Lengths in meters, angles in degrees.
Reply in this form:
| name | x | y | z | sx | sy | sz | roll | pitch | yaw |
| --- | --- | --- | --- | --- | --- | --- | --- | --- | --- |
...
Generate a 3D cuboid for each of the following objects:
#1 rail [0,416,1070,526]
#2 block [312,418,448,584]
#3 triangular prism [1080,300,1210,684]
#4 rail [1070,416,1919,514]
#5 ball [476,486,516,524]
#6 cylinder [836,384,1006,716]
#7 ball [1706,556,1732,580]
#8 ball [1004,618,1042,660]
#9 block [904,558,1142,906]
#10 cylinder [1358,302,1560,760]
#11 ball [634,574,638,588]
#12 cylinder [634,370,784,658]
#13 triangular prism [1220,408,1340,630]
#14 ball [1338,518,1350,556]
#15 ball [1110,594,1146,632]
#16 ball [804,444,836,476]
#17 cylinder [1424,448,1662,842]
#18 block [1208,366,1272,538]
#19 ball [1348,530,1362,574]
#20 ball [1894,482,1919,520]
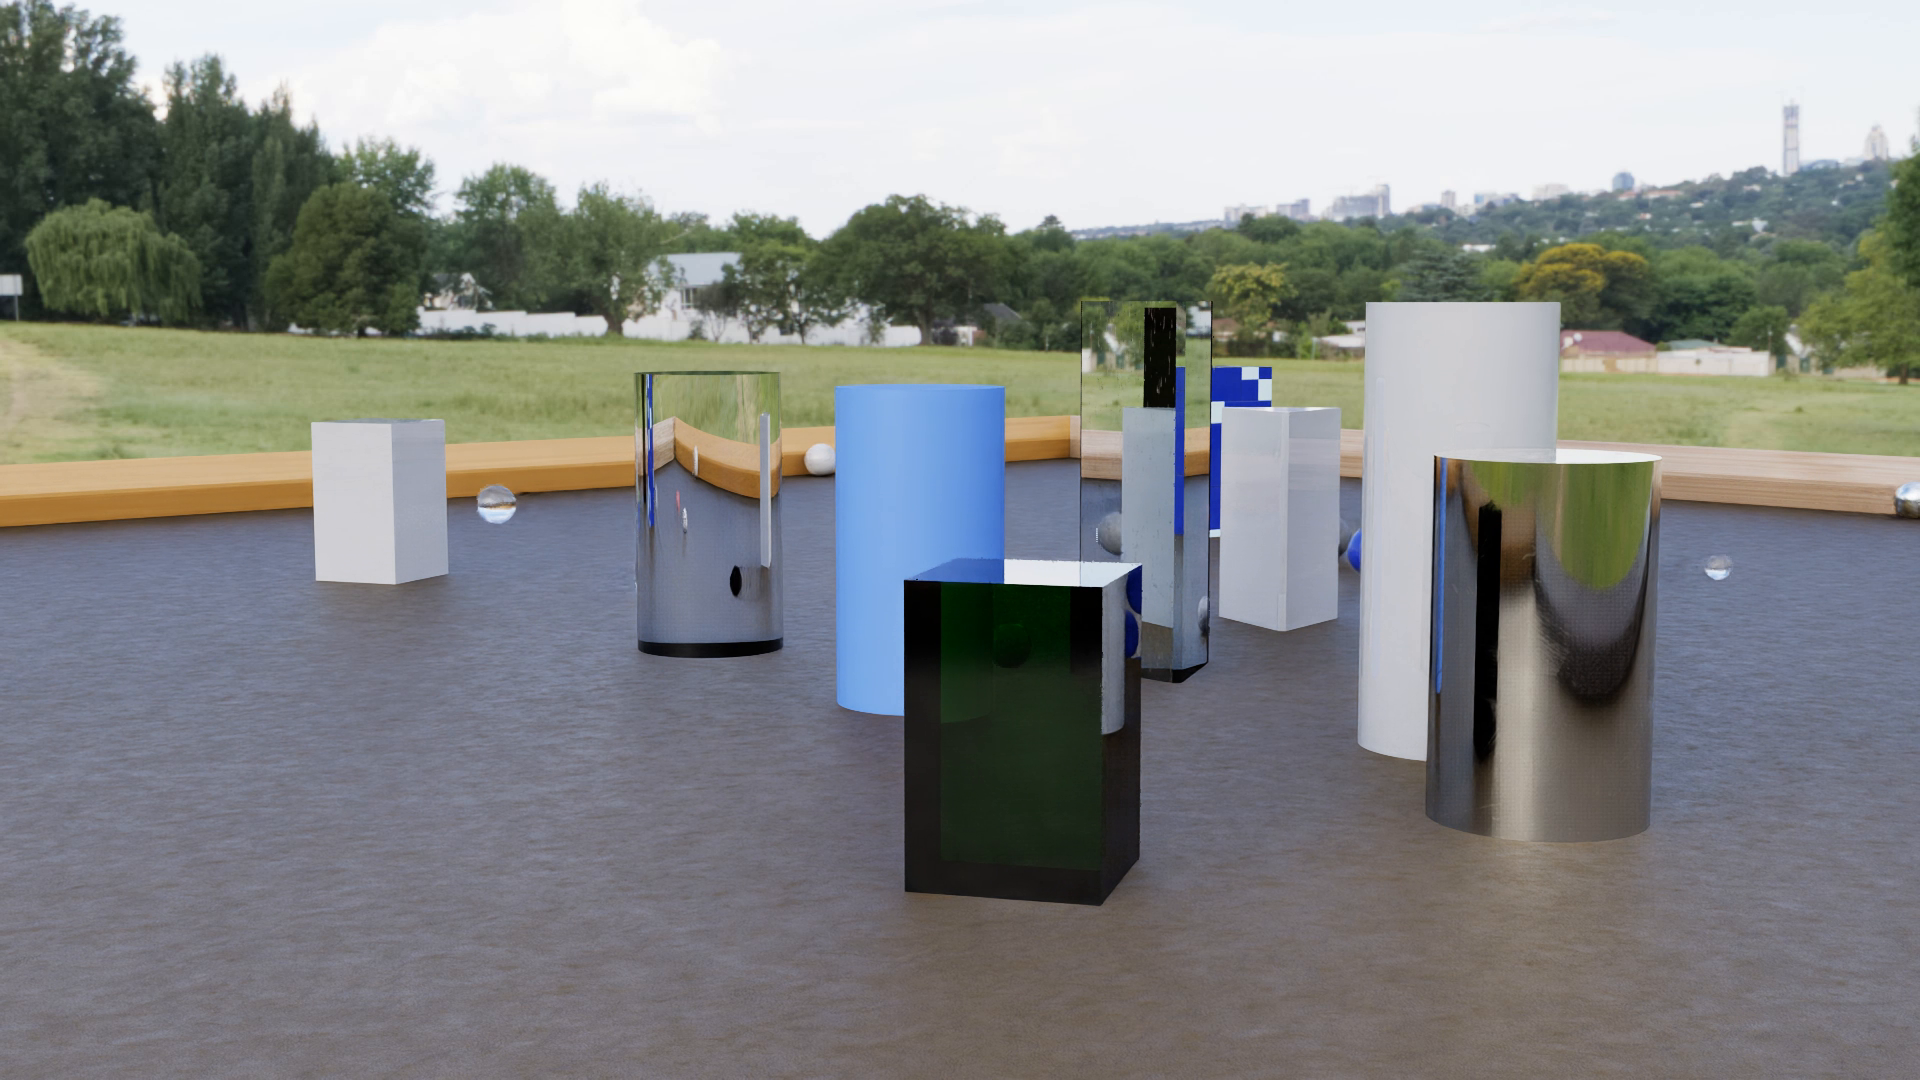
| name | x | y | z | sx | sy | sz | roll | pitch | yaw |
| --- | --- | --- | --- | --- | --- | --- | --- | --- | --- |
| rail | -1.468 | -0.134 | 4.914 | 4.934 | 0.124 | 0.045 | -6 | 8 | -42 |
| block | -0.960 | -0.067 | 3.644 | 0.153 | 0.260 | 0.153 | 2 | 6 | 20 |
| triangular prism | 0.257 | -0.066 | 2.707 | 0.144 | 0.453 | 0.166 | -5 | 8 | -42 |
| rail | 1.796 | -0.141 | 4.980 | 0.045 | 0.124 | 4.377 | -6 | 8 | -42 |
| ball | -0.960 | -0.074 | 4.556 | 0.081 | 0.081 | 0.081 | 0 | 6 | 0 |
| cylinder | -0.045 | 0.005 | 2.487 | 0.191 | 0.357 | 0.191 | 0 | 6 | 0 |
| ball | 1.247 | 0.046 | 3.616 | 0.041 | 0.041 | 0.041 | 0 | 6 | 0 |
| ball | 0.076 | 0.125 | 2.790 | 0.055 | 0.055 | 0.055 | 0 | 6 | 0 |
| block | 0.052 | 0.144 | 1.725 | 0.153 | 0.240 | 0.153 | 2 | 6 | 16 |
| cylinder | 0.504 | -0.014 | 2.231 | 0.191 | 0.450 | 0.191 | 0 | 6 | 0 |
| ball | -0.485 | 0.061 | 3.438 | 0.047 | 0.047 | 0.047 | 0 | 6 | 0 |
| cylinder | -0.329 | -0.038 | 2.884 | 0.191 | 0.361 | 0.191 | 0 | 6 | 0 |
| triangular prism | 0.437 | -0.036 | 3.137 | 0.144 | 0.303 | 0.166 | 4 | 7 | 36 |
| ball | 0.654 | -0.005 | 3.910 | 0.080 | 0.080 | 0.080 | 0 | 6 | 0 |
| ball | 0.233 | 0.101 | 3.043 | 0.050 | 0.050 | 0.050 | 0 | 6 | 0 |
| ball | -0.370 | -0.212 | 5.838 | 0.088 | 0.088 | 0.088 | 0 | 6 | 0 |
| cylinder | 0.507 | 0.085 | 1.917 | 0.191 | 0.318 | 0.191 | 0 | 6 | 0 |
| block | 0.511 | -0.180 | 4.382 | 0.153 | 0.330 | 0.153 | -4 | 7 | -30 |
| ball | 0.685 | 0.020 | 3.637 | 0.087 | 0.087 | 0.087 | 0 | 6 | 0 |
| ball | 2.020 | -0.084 | 4.656 | 0.081 | 0.081 | 0.081 | 0 | 6 | 0 |
